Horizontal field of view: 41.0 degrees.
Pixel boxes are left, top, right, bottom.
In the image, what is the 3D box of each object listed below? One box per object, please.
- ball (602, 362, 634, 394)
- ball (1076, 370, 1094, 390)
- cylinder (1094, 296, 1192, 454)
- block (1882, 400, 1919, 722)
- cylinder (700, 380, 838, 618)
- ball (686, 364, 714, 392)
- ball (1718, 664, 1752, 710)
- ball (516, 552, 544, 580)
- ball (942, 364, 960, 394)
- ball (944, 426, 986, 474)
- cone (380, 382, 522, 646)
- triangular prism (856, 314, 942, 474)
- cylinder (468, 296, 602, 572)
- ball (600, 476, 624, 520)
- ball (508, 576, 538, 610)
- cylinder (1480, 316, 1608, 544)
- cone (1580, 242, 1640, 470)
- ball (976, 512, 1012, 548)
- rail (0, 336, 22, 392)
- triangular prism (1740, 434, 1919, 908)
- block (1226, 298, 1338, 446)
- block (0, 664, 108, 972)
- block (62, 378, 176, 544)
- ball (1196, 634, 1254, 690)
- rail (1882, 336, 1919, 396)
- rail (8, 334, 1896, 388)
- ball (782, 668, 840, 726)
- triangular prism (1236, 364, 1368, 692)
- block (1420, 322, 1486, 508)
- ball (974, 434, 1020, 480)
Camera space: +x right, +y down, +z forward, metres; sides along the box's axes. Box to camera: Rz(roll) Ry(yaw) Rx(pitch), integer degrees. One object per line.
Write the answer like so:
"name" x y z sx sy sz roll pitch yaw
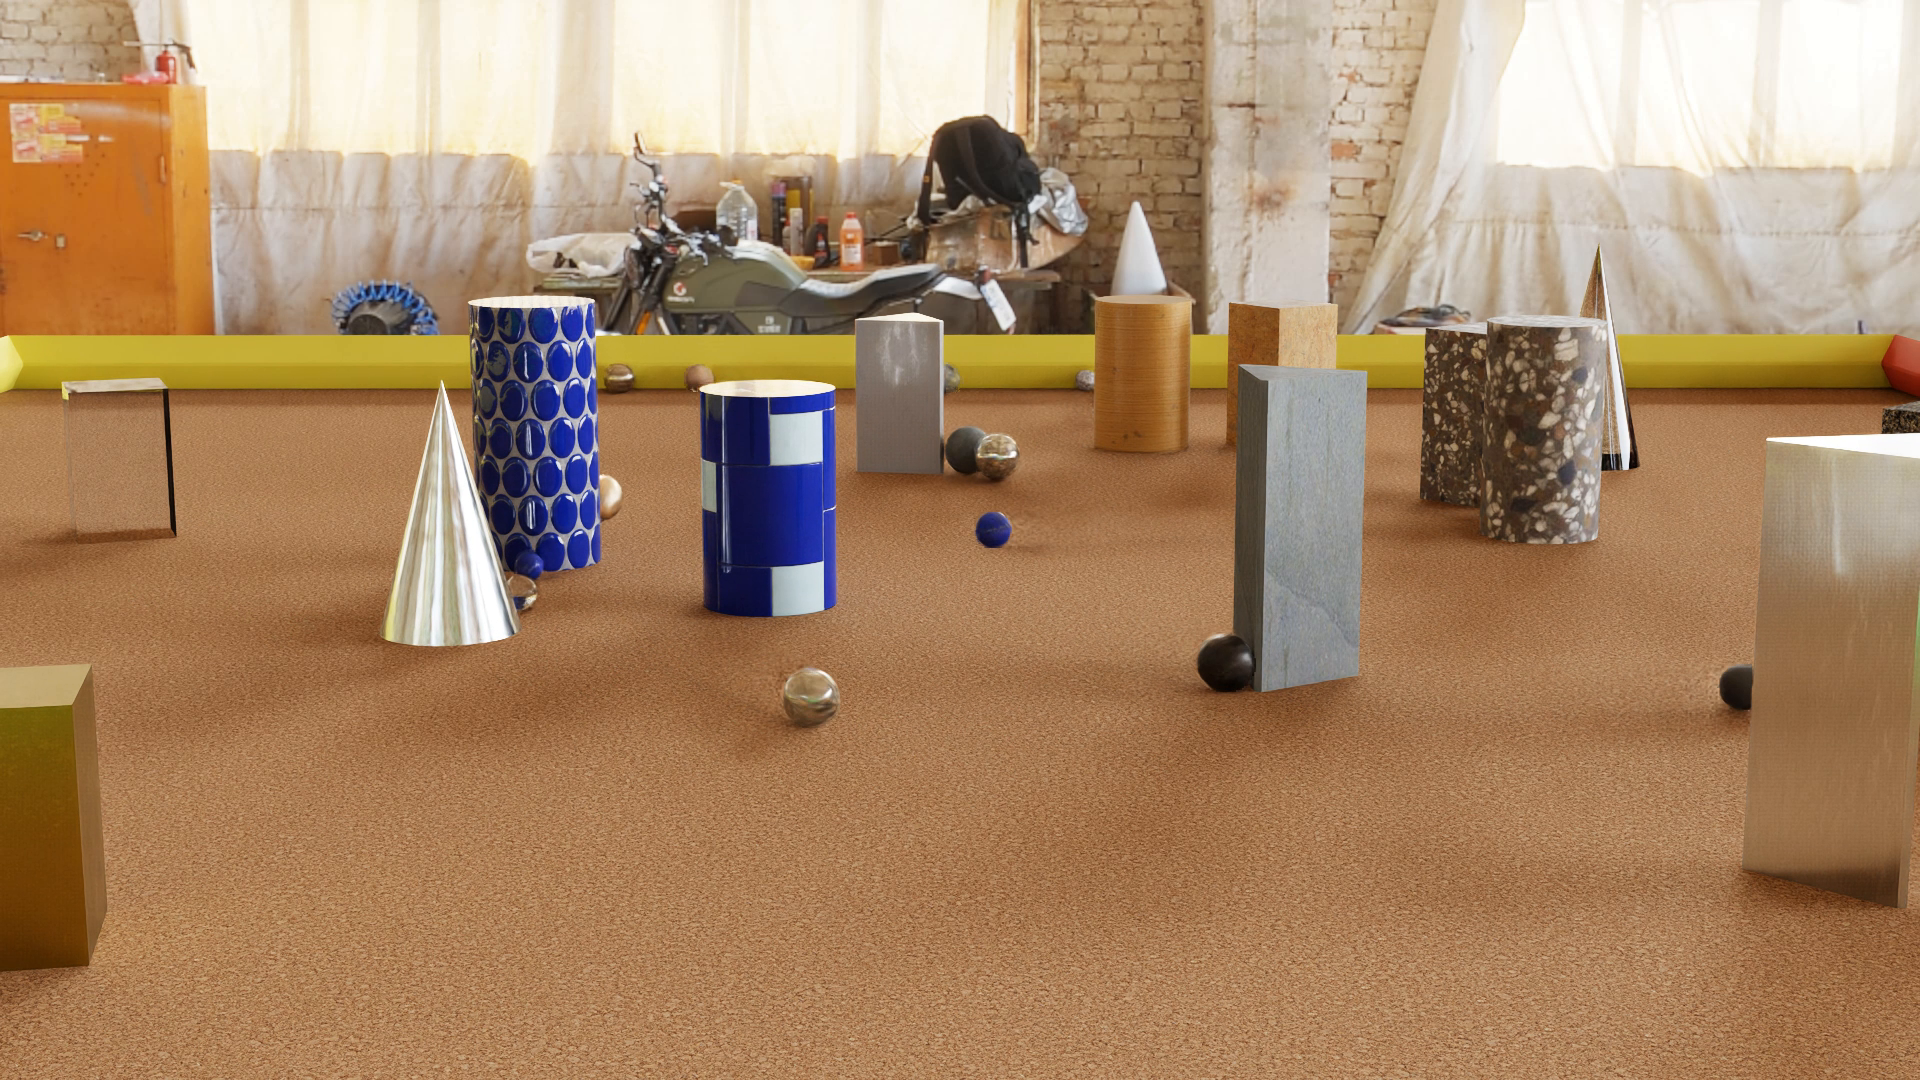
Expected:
"ball" -0.754 -0.357 5.659 0.067 0.067 0.067 0 11 0
"ball" 0.279 -0.355 5.700 0.047 0.047 0.047 0 11 0
"cylinder" 0.346 -0.316 4.860 0.181 0.280 0.181 0 11 0
"block" 1.123 0.024 2.870 0.145 0.345 0.145 10 15 43
"cylinder" -0.257 -0.059 3.454 0.181 0.293 0.181 0 11 0
"ball" -0.576 -0.358 5.676 0.062 0.062 0.062 0 11 0
"ball" 0.886 0.167 2.908 0.052 0.052 0.052 0 11 0
"ball" -0.609 0.037 3.630 0.040 0.040 0.040 0 11 0
"ball" -0.030 -0.355 5.652 0.064 0.064 0.064 0 11 0
"ball" 0.014 -0.159 4.557 0.084 0.084 0.084 0 11 0
"cone" -0.658 -0.044 3.285 0.181 0.326 0.181 0 11 0
"triangular prism" -0.096 -0.266 4.617 0.157 0.272 0.136 2 11 11
"cylinder" -0.619 -0.157 3.743 0.181 0.381 0.181 0 11 0
"ball" -0.573 -0.067 4.094 0.073 0.073 0.073 0 11 0
"ball" -0.589 0.071 3.434 0.046 0.046 0.046 0 11 0
"cylinder" 0.900 -0.173 3.961 0.181 0.331 0.181 0 11 0
"cone" 1.149 -0.338 4.647 0.181 0.403 0.181 0 11 0
"ball" 0.050 -0.016 3.873 0.055 0.055 0.055 0 11 0
"rail" -2.085 0.032 3.438 0.045 0.118 4.663 0 11 0
"triangular prism" 0.816 0.107 2.294 0.136 0.395 0.157 -10 14 -41
"block" 0.612 -0.316 4.885 0.145 0.270 0.145 -7 13 -34
"block" -0.795 0.229 2.123 0.145 0.219 0.145 -2 11 -12
"block" -1.302 -0.125 3.971 0.145 0.232 0.145 -4 11 -22
"ball" 0.309 0.143 2.995 0.067 0.067 0.067 0 11 0
"rail" 2.085 0.028 3.462 0.045 0.118 4.663 0 11 0
"rail" -0.013 -0.395 5.718 4.218 0.118 0.045 0 11 0
"ball" -0.165 0.174 2.836 0.064 0.064 0.064 0 11 0
"triangular prism" 0.375 -0.021 3.056 0.157 0.365 0.136 -7 13 -33
"block" 0.874 -0.209 4.274 0.145 0.287 0.145 -9 14 -40
"ball" 0.066 -0.145 4.495 0.080 0.080 0.080 0 11 0
